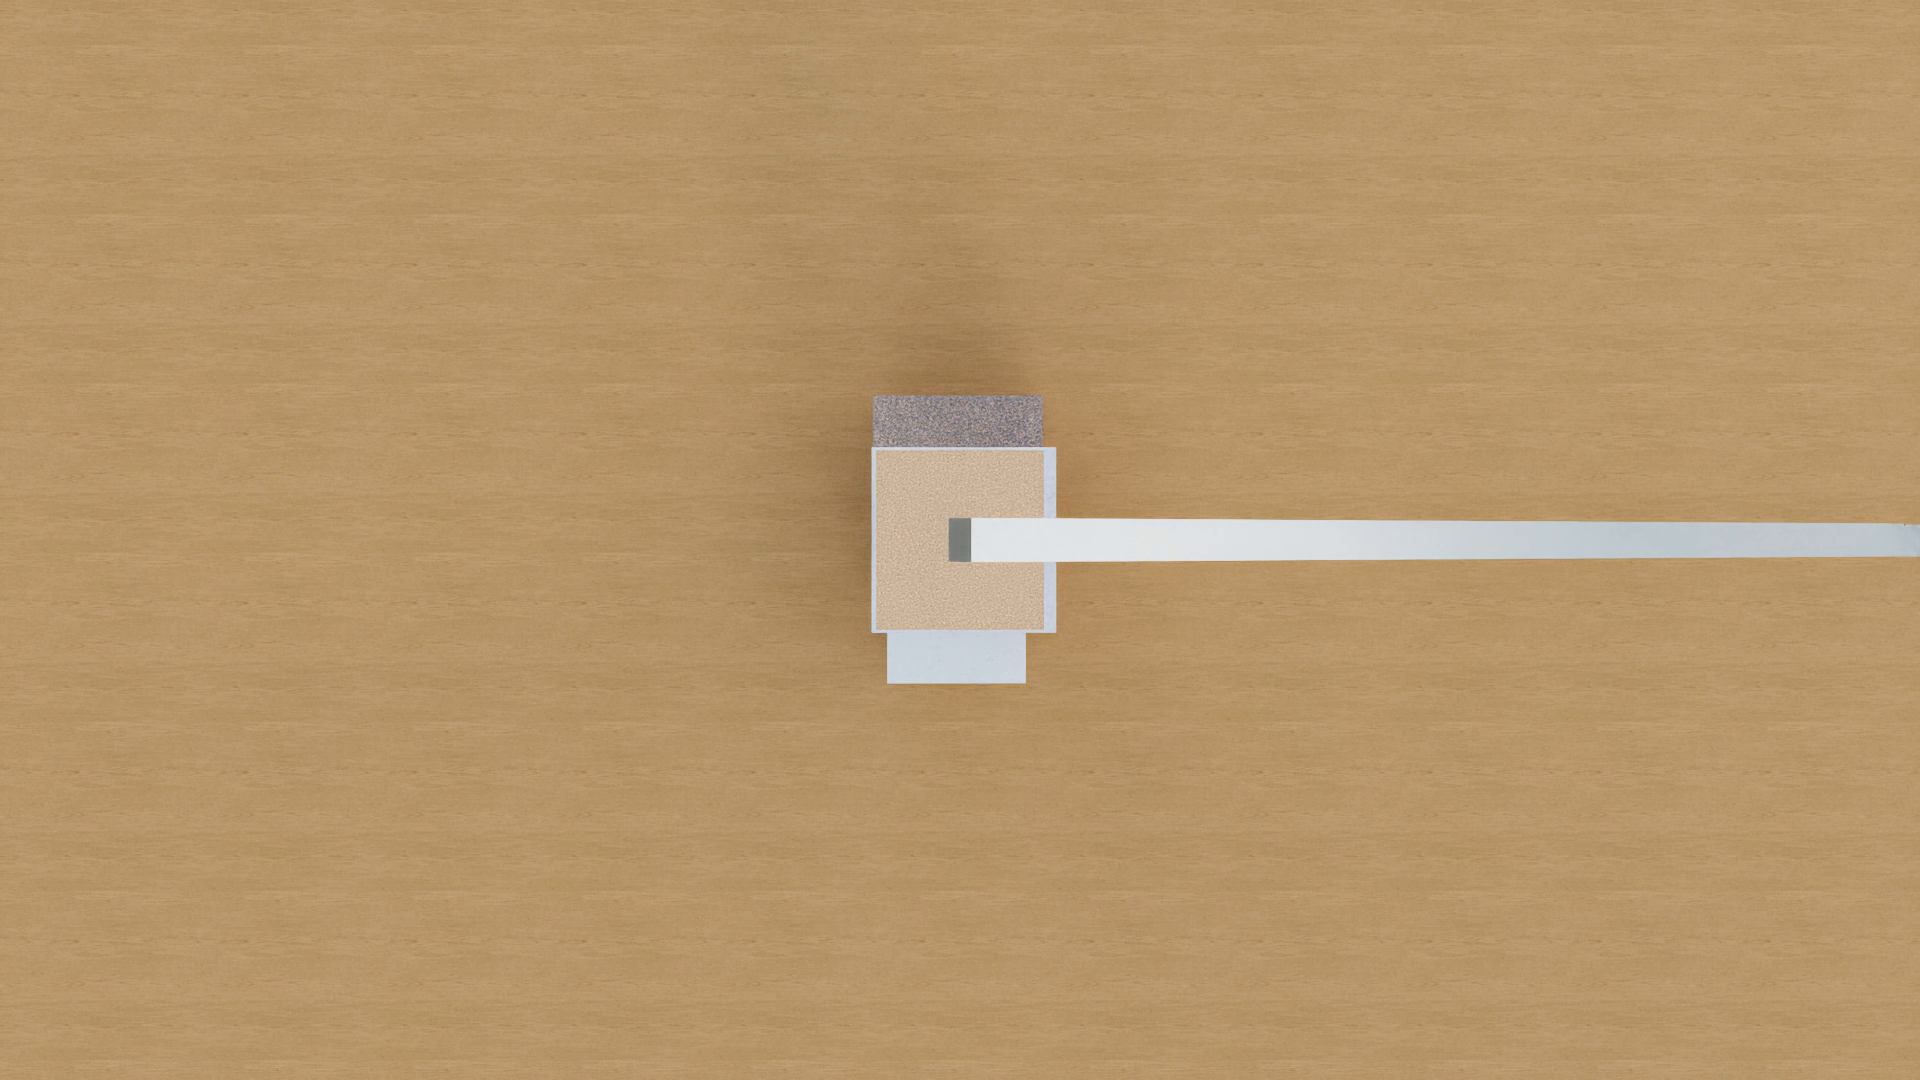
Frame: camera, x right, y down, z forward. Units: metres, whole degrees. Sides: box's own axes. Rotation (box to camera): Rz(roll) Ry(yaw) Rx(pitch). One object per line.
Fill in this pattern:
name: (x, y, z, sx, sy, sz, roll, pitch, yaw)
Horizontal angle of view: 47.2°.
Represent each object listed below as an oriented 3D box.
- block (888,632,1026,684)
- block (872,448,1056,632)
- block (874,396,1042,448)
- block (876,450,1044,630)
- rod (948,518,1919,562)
block: (-0.019, 0.430, 12.612, 0.769, 0.776, 0.732, 0, 90, 0)
block: (0.018, 0.000, 10.831, 0.869, 0.938, 0.874, 0, 90, 0)
block: (-0.011, -0.371, 12.553, 0.934, 0.894, 0.850, 0, 90, 0)
block: (0.000, 0.000, 8.346, 0.613, 0.632, 0.656, 0, 90, 0)
rod: (2.212, 0.000, 5.384, 5.200, 0.080, 0.080, 0, 90, -32)
